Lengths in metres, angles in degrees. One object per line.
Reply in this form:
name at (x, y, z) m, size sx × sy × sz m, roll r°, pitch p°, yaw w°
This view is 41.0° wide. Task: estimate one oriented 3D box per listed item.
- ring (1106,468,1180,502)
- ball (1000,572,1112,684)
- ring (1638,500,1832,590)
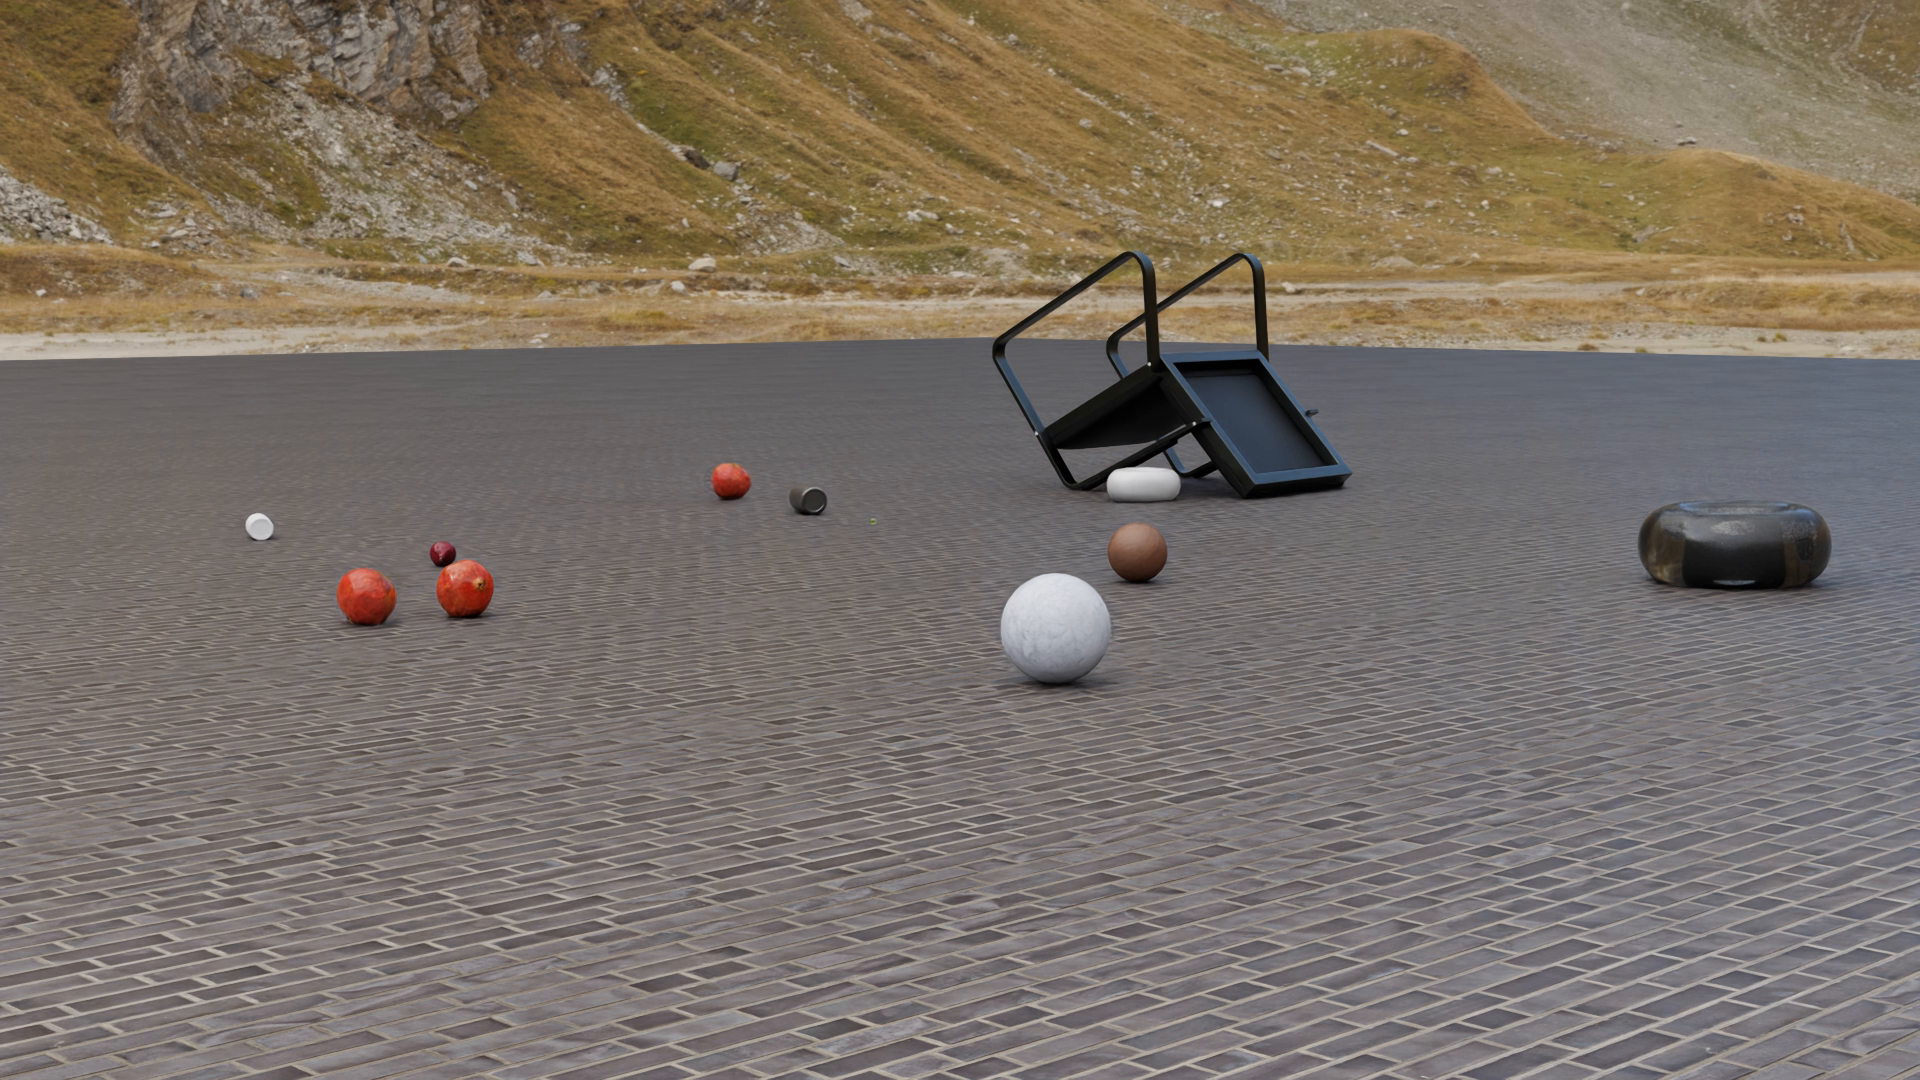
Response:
ring at (0.539, -0.161, 7.533) m, size 0.255 × 0.093 × 0.175 m, roll -4°, pitch 9°, yaw -41°
ball at (0.155, 0.143, 4.152) m, size 0.179 × 0.179 × 0.179 m, roll 0°, pitch 6°, yaw 0°
ring at (1.668, 0.009, 5.530) m, size 0.402 × 0.165 × 0.387 m, roll 0°, pitch 7°, yaw 12°
